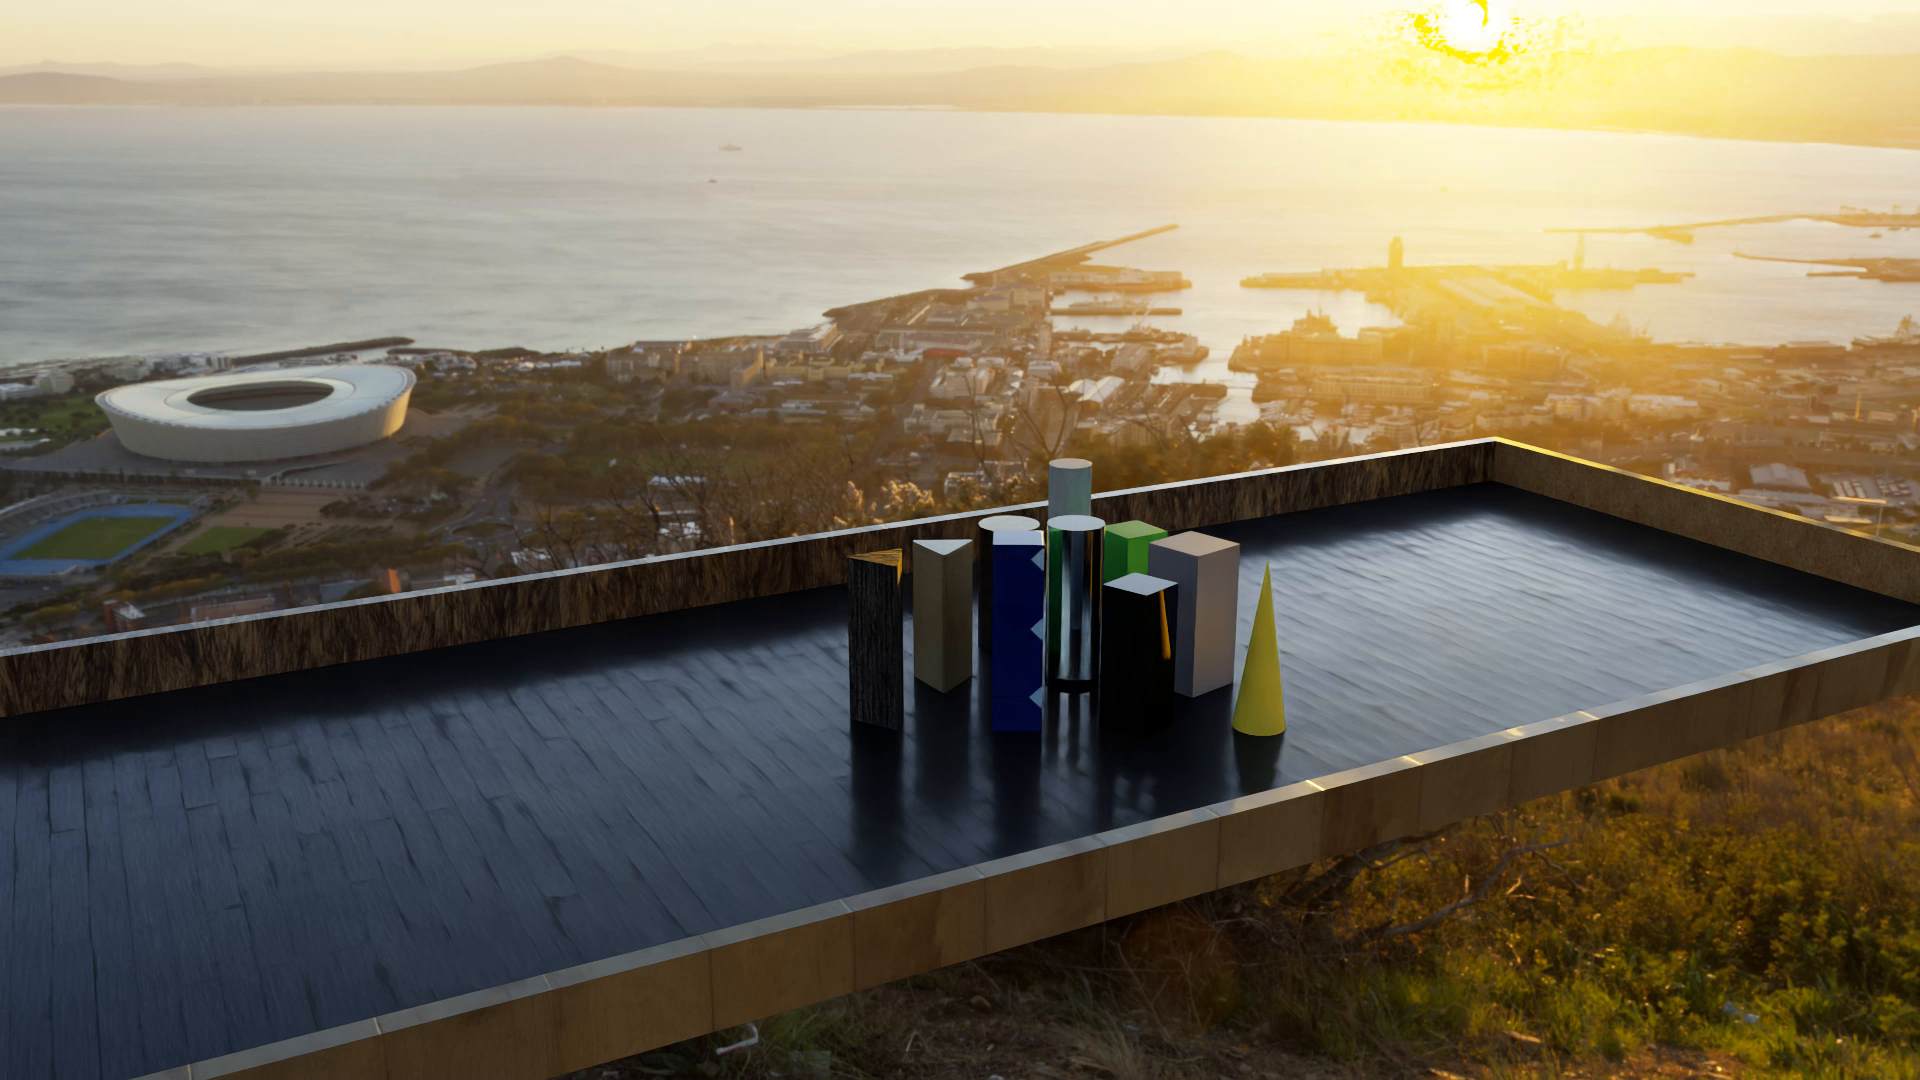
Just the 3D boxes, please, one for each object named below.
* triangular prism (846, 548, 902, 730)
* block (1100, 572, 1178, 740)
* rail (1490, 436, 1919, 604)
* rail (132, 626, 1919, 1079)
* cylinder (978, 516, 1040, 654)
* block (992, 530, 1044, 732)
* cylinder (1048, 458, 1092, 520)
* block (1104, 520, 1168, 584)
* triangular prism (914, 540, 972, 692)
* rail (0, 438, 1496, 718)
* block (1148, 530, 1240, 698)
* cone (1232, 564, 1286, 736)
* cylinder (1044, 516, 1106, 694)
[{"bbox_3d":[-0.171,0.226,3.875,0.138,0.400,0.119,10,19,31],"label":"triangular prism"},{"bbox_3d":[0.414,0.267,3.827,0.123,0.348,0.123,14,22,40],"label":"block"},{"bbox_3d":[2.466,-0.048,5.253,0.050,0.150,2.100,-9,18,-27],"label":"rail"},{"bbox_3d":[-2.336,1.006,1.665,12.000,0.150,0.050,-9,18,-27],"label":"rail"},{"bbox_3d":[0.128,0.119,4.350,0.160,0.337,0.160,0,16,0],"label":"cylinder"},{"bbox_3d":[0.134,0.212,3.832,0.116,0.453,0.116,0,16,2],"label":"block"},{"bbox_3d":[0.301,0.003,4.559,0.118,0.442,0.118,0,16,0],"label":"cylinder"},{"bbox_3d":[0.448,0.130,4.324,0.129,0.331,0.129,-10,19,-31],"label":"block"},{"bbox_3d":[-0.024,0.180,4.110,0.126,0.356,0.146,-10,19,-31],"label":"triangular prism"},{"bbox_3d":[-3.305,0.497,3.399,12.000,0.150,0.050,-9,18,-27],"label":"rail"},{"bbox_3d":[0.575,0.182,4.094,0.158,0.362,0.158,-14,22,-40],"label":"block"},{"bbox_3d":[0.702,0.238,3.815,0.125,0.411,0.125,0,16,0],"label":"cone"},{"bbox_3d":[0.283,0.158,4.075,0.141,0.418,0.141,0,16,0],"label":"cylinder"}]
